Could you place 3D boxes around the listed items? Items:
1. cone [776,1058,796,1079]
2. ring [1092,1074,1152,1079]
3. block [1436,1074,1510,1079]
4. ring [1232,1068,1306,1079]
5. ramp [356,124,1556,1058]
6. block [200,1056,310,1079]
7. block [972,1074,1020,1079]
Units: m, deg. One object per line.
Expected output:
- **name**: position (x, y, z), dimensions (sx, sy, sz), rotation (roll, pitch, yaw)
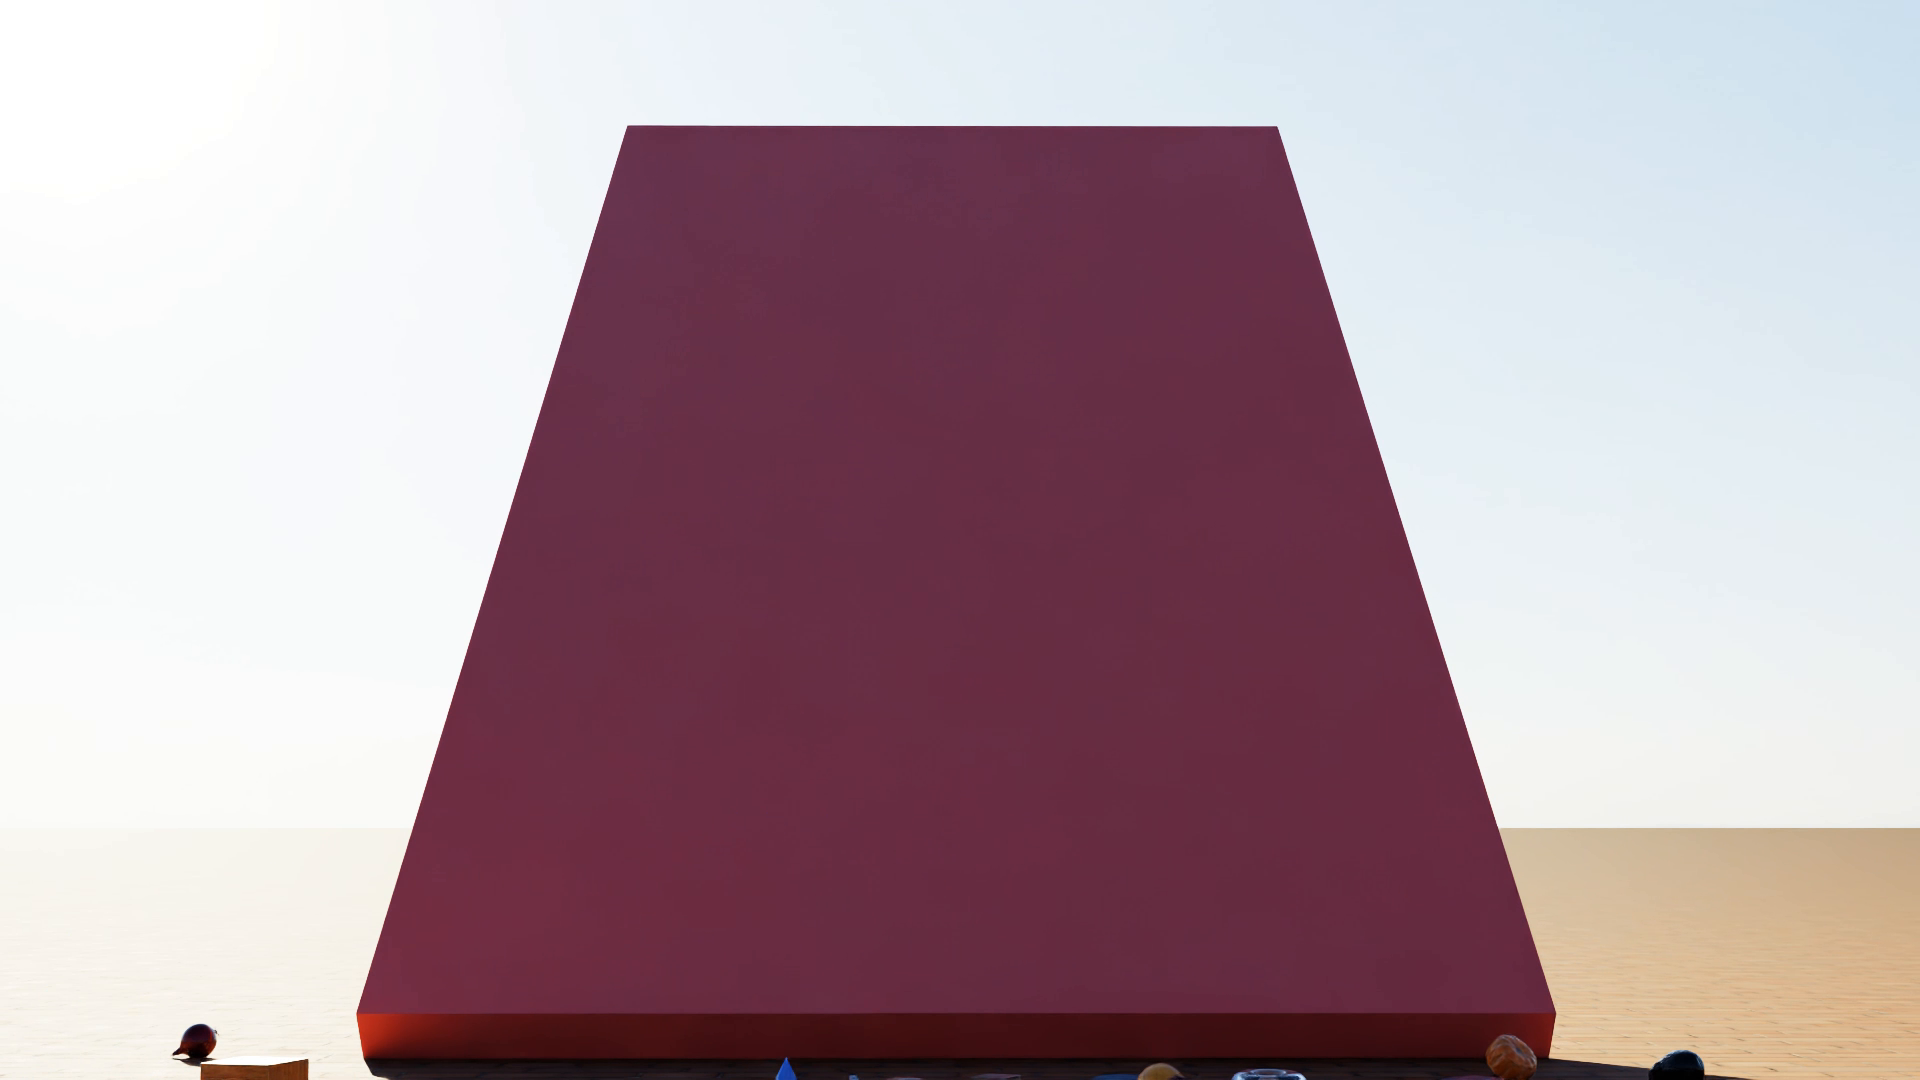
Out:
- **cone**: position (-0.239, 0.749, 3.341), dimensions (0.075, 0.075, 0.075), rotation (0, -7, 0)
- **ring**: position (0.235, 0.785, 3.477), dimensions (0.103, 0.034, 0.103), rotation (1, -6, 0)
- **block**: position (0.657, 0.722, 3.092), dimensions (0.071, 0.071, 0.071), rotation (5, -8, -37)
- **ring**: position (0.447, 0.788, 3.519), dimensions (0.111, 0.037, 0.111), rotation (0, -5, 0)
- **ramp**: position (-0.014, -0.200, 5.789), dimensions (2.000, 0.100, 4.000), rotation (0, 31, 0)
- **block**: position (-0.893, 0.707, 3.077), dimensions (0.096, 0.096, 0.096), rotation (-2, -7, 16)
- **block**: position (0.050, 0.759, 3.326), dimensions (0.051, 0.051, 0.051), rotation (-3, -7, 26)
